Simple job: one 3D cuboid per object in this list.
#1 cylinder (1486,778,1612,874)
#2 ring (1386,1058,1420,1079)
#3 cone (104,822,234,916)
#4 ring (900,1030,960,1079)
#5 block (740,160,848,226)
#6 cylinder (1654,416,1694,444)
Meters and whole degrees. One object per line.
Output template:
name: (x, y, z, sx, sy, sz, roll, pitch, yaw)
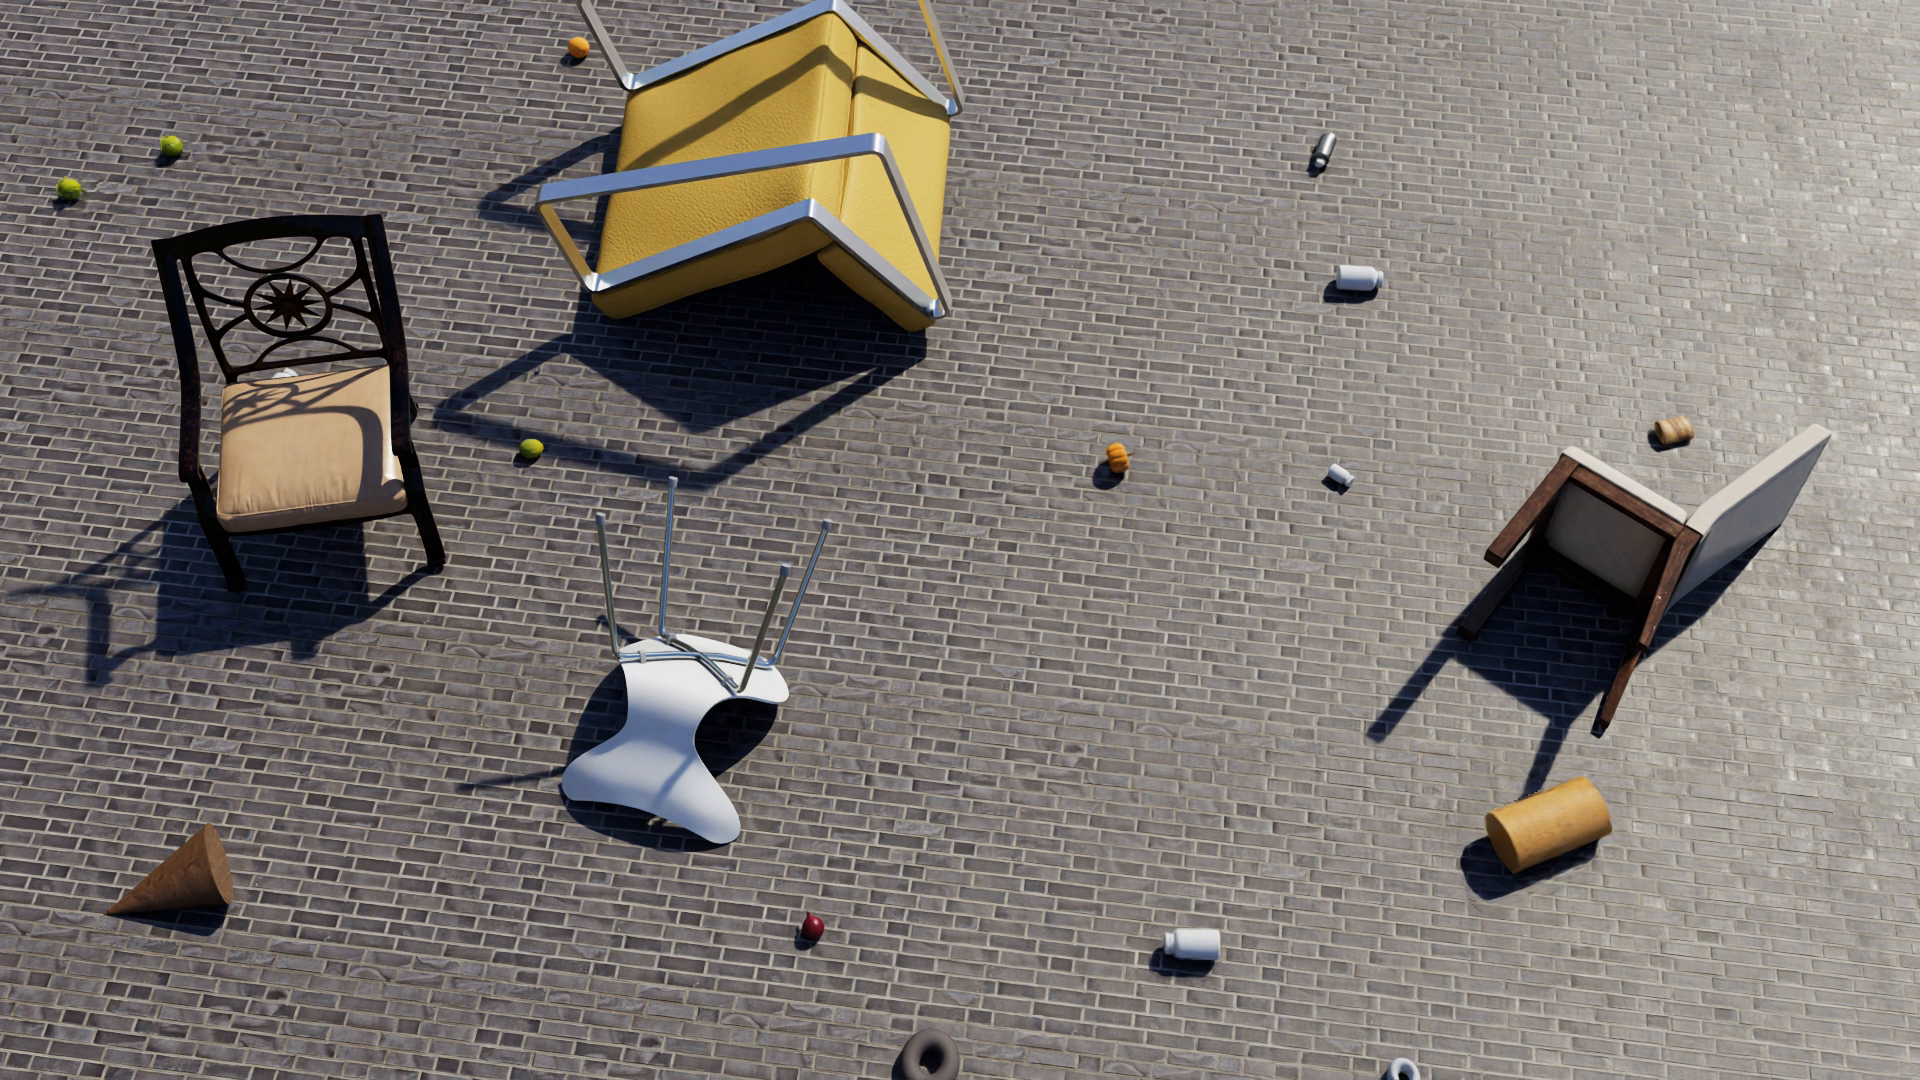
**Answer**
cylinder: (1.599, 0.774, 5.973, 0.290, 0.133, 0.173, -19, 70, -12)
ring: (1.133, 1.374, 5.618, 0.083, 0.057, 0.101, -8, 55, -3)
cone: (-2.146, 0.938, 5.905, 0.337, 0.132, 0.260, -24, 54, -2)
ring: (-0.078, 1.342, 5.641, 0.155, 0.055, 0.184, 5, 57, 5)
block: (-0.548, -1.150, 7.270, 0.340, 0.126, 0.152, -4, 56, -2)
cylinder: (2.200, -0.338, 6.774, 0.095, 0.044, 0.081, -12, 63, -8)
